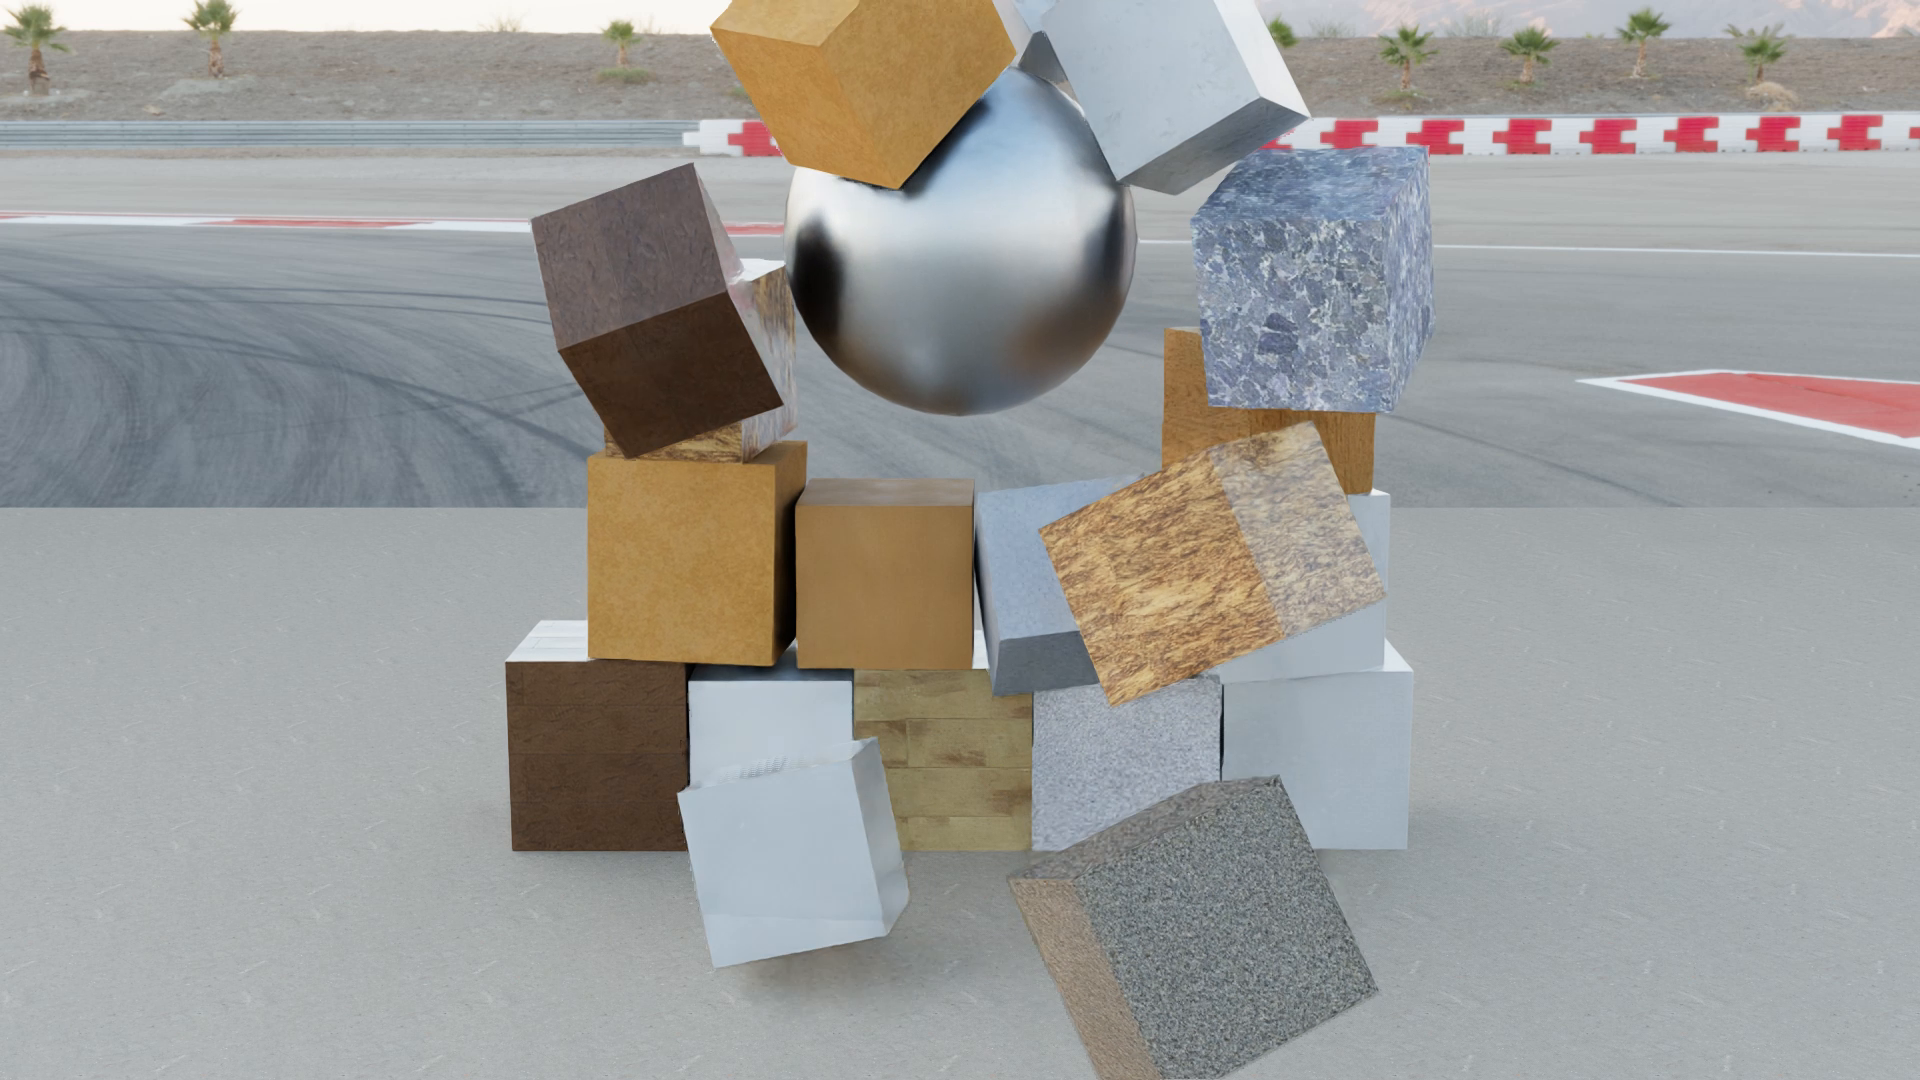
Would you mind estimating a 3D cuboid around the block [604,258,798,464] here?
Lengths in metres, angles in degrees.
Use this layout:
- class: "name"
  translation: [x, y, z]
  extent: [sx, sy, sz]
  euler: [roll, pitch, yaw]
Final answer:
- class: "block"
  translation: [-1.283, -0.907, 10.896]
  extent: [0.710, 0.857, 0.815]
  euler: [4, 17, 14]

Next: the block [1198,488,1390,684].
- class: "block"
  translation: [1.534, 0.159, 11.079]
  extent: [0.905, 0.880, 0.856]
  euler: [-4, 12, -19]

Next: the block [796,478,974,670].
- class: "block"
  translation: [-0.363, 0.156, 11.190]
  extent: [0.860, 0.816, 0.875]
  euler: [0, 10, 1]

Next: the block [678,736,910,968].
- class: "block"
  translation: [-0.695, 1.324, 9.461]
  extent: [0.738, 0.738, 0.826]
  euler: [-12, 0, 6]

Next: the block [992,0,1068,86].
- class: "block"
  translation: [0.342, -2.416, 10.232]
  extent: [0.467, 0.432, 0.491]
  euler: [-22, -18, -28]

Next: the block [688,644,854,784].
- class: "block"
  translation: [-0.939, 1.052, 11.368]
  extent: [0.813, 0.864, 0.812]
  euler: [0, 10, 0]

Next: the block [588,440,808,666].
- class: "block"
  translation: [-1.316, 0.031, 11.159]
  extent: [0.921, 0.992, 0.935]
  euler: [2, 10, 5]

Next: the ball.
- class: "ball"
  translation: [0.000, -1.355, 9.913]
  extent: [1.600, 1.600, 1.600]
  euler: [0, 10, 0]

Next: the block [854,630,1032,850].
- class: "block"
  translation: [-0.083, 1.018, 11.350]
  extent: [0.880, 0.936, 0.865]
  euler: [0, 10, 0]

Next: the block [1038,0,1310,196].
- class: "block"
  translation: [0.955, -2.078, 9.685]
  extent: [0.714, 0.809, 0.776]
  euler: [-28, -8, 23]

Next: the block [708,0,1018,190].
- class: "block"
  translation: [-0.387, -2.054, 9.048]
  extent: [0.669, 0.744, 0.837]
  euler: [21, 63, 41]

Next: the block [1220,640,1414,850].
- class: "block"
  translation: [1.776, 1.024, 11.370]
  extent: [0.933, 0.917, 0.853]
  euler: [0, 10, 0]

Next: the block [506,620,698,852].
- class: "block"
  translation: [-1.798, 0.994, 11.373]
  extent: [0.883, 0.976, 0.937]
  euler: [0, 10, 0]

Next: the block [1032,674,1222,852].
- class: "block"
  translation: [0.827, 1.037, 11.370]
  extent: [0.929, 0.892, 0.915]
  euler: [0, 10, 0]

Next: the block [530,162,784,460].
- class: "block"
  translation: [-1.322, -0.996, 9.668]
  extent: [0.749, 0.747, 0.865]
  euler: [-19, -32, 2]

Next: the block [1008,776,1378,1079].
- class: "block"
  translation: [0.766, 1.331, 7.454]
  extent: [0.787, 0.774, 0.800]
  euler: [-24, -2, -15]

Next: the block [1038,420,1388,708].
- class: "block"
  translation: [1.101, 0.098, 9.568]
  extent: [0.948, 0.835, 0.903]
  euler: [-26, -7, 38]

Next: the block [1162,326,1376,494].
- class: "block"
  translation: [1.526, -0.649, 10.916]
  extent: [0.730, 0.769, 0.780]
  euler: [-5, 12, -26]

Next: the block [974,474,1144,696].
- class: "block"
  translation: [0.513, 0.228, 10.543]
  extent: [0.786, 0.730, 0.854]
  euler: [-7, -21, -4]

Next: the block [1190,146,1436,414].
- class: "block"
  translation: [1.591, -1.171, 9.778]
  extent: [0.821, 0.875, 0.921]
  euler: [4, 30, 24]
